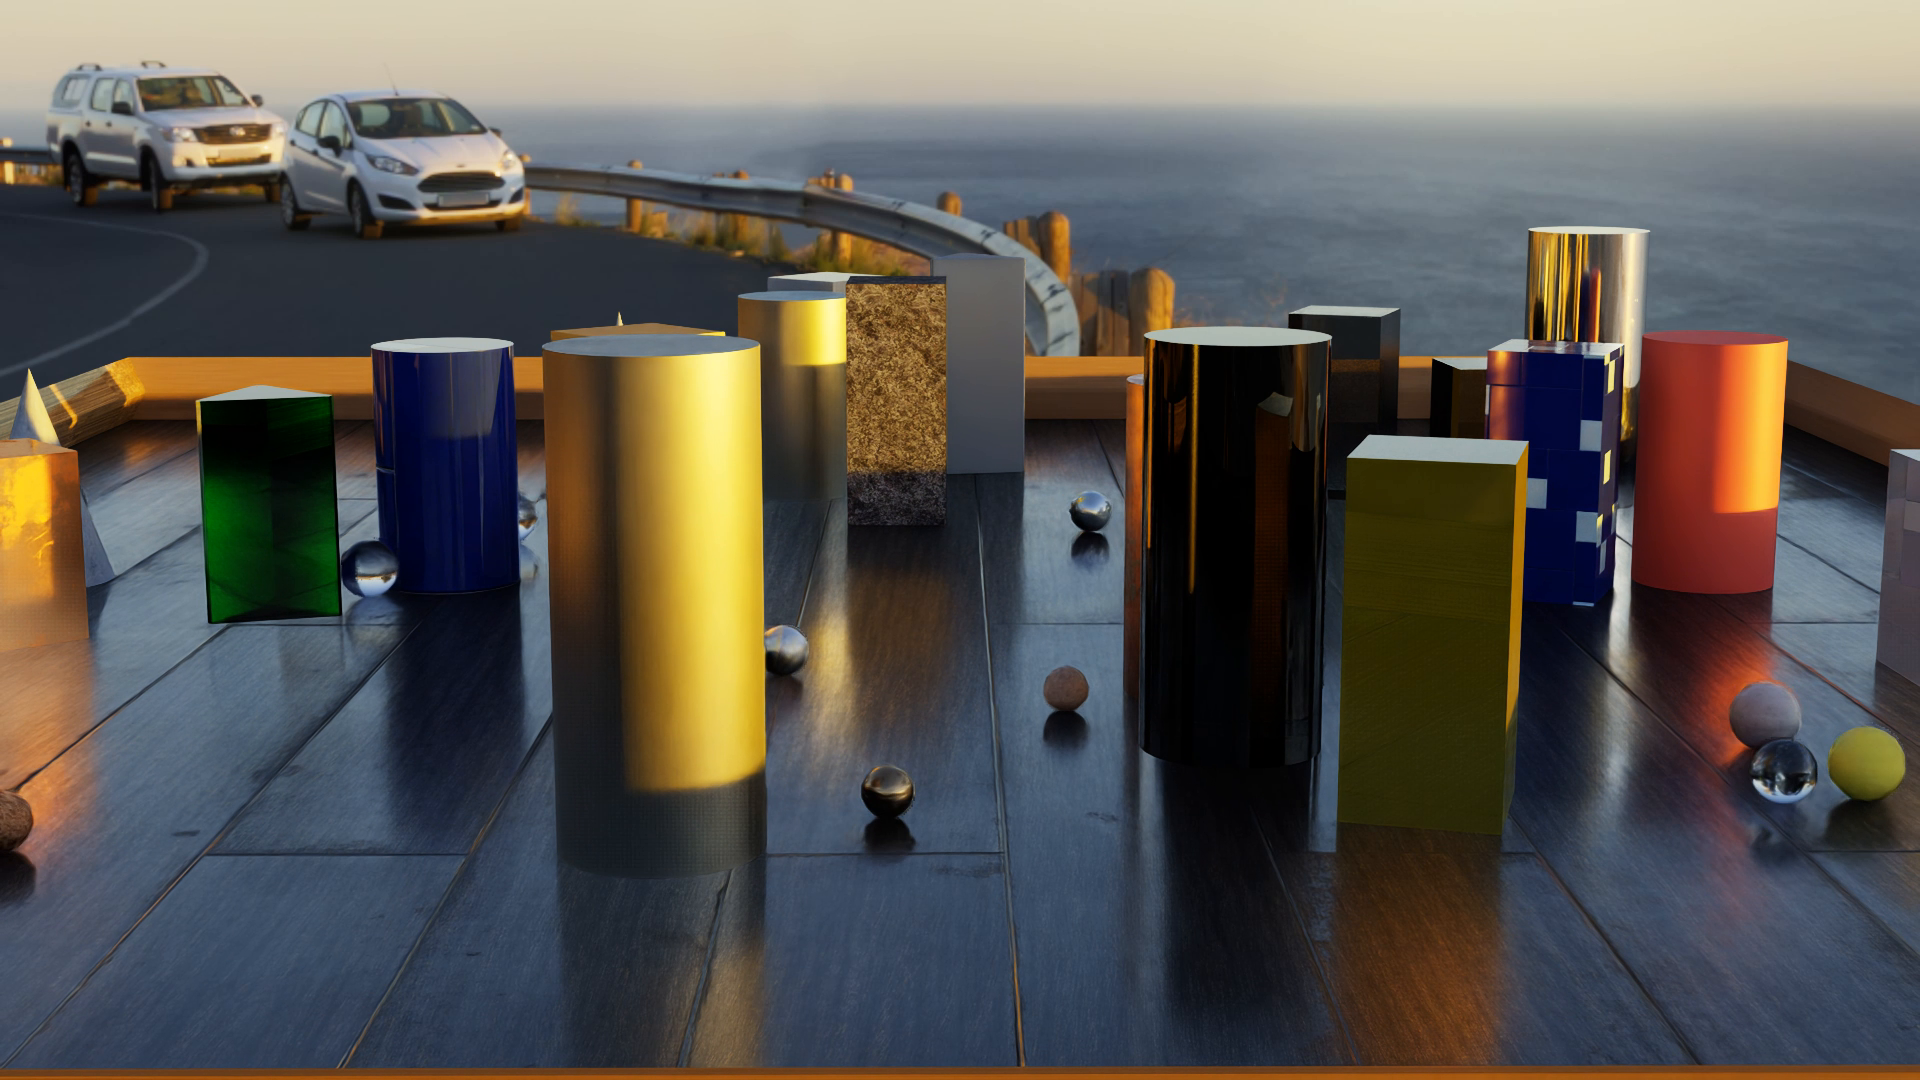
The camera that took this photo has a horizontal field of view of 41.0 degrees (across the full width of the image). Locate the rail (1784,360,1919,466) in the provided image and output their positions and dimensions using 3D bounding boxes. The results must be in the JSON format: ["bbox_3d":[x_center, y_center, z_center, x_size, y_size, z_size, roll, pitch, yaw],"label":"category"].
[{"bbox_3d":[1.690,0.031,3.458,0.045,0.128,3.843,0,10,0],"label":"rail"}]

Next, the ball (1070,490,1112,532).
[{"bbox_3d":[0.206,-0.045,4.050,0.065,0.065,0.065,0,10,0],"label":"ball"}]

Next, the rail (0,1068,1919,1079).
[{"bbox_3d":[0.011,0.379,1.583,3.428,0.128,0.045,0,10,0],"label":"rail"}]

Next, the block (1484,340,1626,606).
[{"bbox_3d":[0.823,-0.097,3.568,0.158,0.343,0.158,5,11,23],"label":"block"}]

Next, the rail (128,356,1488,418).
[{"bbox_3d":[-0.011,-0.313,5.315,3.428,0.128,0.045,0,10,0],"label":"rail"}]

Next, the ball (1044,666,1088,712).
[{"bbox_3d":[0.121,0.170,2.927,0.052,0.052,0.052,0,10,0],"label":"ball"}]

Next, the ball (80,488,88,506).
[{"bbox_3d":[-1.419,-0.055,4.026,0.093,0.093,0.093,0,10,0],"label":"ball"}]

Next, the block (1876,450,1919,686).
[{"bbox_3d":[1.217,0.033,3.084,0.158,0.263,0.158,0,10,-1],"label":"block"}]

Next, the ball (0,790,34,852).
[{"bbox_3d":[-0.899,0.263,2.402,0.059,0.059,0.059,0,10,0],"label":"ball"}]

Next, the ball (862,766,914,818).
[{"bbox_3d":[-0.071,0.246,2.512,0.052,0.052,0.052,0,10,0],"label":"ball"}]

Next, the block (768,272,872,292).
[{"bbox_3d":[-0.234,-0.299,4.635,0.158,0.352,0.158,8,13,38],"label":"block"}]

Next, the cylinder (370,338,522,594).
[{"bbox_3d":[-0.728,-0.108,3.640,0.197,0.338,0.197,0,10,0],"label":"cylinder"}]

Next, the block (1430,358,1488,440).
[{"bbox_3d":[0.855,-0.157,4.131,0.158,0.256,0.158,-1,11,-6],"label":"block"}]

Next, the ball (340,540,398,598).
[{"bbox_3d":[-0.819,0.039,3.552,0.080,0.080,0.080,0,10,0],"label":"ball"}]

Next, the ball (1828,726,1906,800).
[{"bbox_3d":[0.909,0.224,2.571,0.074,0.074,0.074,0,10,0],"label":"ball"}]

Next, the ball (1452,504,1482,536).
[{"bbox_3d":[0.796,-0.032,4.015,0.051,0.051,0.051,0,10,0],"label":"ball"}]

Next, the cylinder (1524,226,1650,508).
[{"bbox_3d":[1.045,-0.291,4.305,0.197,0.455,0.197,0,10,0],"label":"cylinder"}]

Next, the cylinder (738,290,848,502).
[{"bbox_3d":[-0.280,-0.250,4.403,0.197,0.339,0.197,0,10,0],"label":"cylinder"}]

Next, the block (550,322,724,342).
[{"bbox_3d":[-0.410,-0.073,3.301,0.158,0.392,0.158,-9,14,-41],"label":"block"}]

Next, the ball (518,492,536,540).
[{"bbox_3d":[-0.694,-0.036,3.955,0.082,0.082,0.082,0,10,0],"label":"ball"}]

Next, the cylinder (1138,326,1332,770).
[{"bbox_3d":[0.293,0.004,2.744,0.197,0.445,0.197,0,10,0],"label":"cylinder"}]

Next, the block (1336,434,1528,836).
[{"bbox_3d":[0.465,0.088,2.521,0.158,0.359,0.158,3,11,16],"label":"block"}]

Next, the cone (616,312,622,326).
[{"bbox_3d":[-0.470,-0.123,3.572,0.197,0.391,0.197,0,10,0],"label":"cone"}]

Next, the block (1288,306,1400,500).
[{"bbox_3d":[0.657,-0.237,4.403,0.158,0.313,0.158,4,11,21],"label":"block"}]

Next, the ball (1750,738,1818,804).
[{"bbox_3d":[0.822,0.231,2.559,0.065,0.065,0.065,0,10,0],"label":"ball"}]

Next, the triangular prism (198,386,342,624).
[{"bbox_3d":[-0.933,-0.053,3.456,0.171,0.296,0.148,-3,11,-18],"label":"triangular prism"}]

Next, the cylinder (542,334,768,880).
[{"bbox_3d":[-0.281,0.056,2.378,0.197,0.475,0.197,0,10,0],"label":"cylinder"}]

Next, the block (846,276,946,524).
[{"bbox_3d":[-0.101,-0.228,4.157,0.158,0.386,0.158,0,10,0],"label":"block"}]

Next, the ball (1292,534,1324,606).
[{"bbox_3d":[0.446,0.040,3.496,0.099,0.099,0.099,0,10,0],"label":"ball"}]

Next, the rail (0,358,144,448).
[{"bbox_3d":[-1.690,0.035,3.439,0.045,0.128,3.843,0,10,0],"label":"rail"}]

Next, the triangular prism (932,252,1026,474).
[{"bbox_3d":[0.019,-0.325,4.678,0.171,0.386,0.148,-2,11,-10],"label":"triangular prism"}]

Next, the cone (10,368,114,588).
[{"bbox_3d":[-1.315,-0.093,3.651,0.197,0.304,0.197,0,10,0],"label":"cone"}]

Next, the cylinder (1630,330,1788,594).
[{"bbox_3d":[1.063,-0.114,3.644,0.197,0.348,0.197,0,10,0],"label":"cylinder"}]

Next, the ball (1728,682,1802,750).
[{"bbox_3d":[0.865,0.189,2.755,0.075,0.075,0.075,0,10,0],"label":"ball"}]

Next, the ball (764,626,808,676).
[{"bbox_3d":[-0.214,0.134,3.095,0.061,0.061,0.061,0,10,0],"label":"ball"}]

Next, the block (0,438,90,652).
[{"bbox_3d":[-1.232,0.006,3.286,0.158,0.243,0.158,-9,14,-41],"label":"block"}]

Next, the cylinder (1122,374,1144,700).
[{"bbox_3d":[0.292,-0.005,3.002,0.197,0.367,0.197,0,10,0],"label":"cylinder"}]
